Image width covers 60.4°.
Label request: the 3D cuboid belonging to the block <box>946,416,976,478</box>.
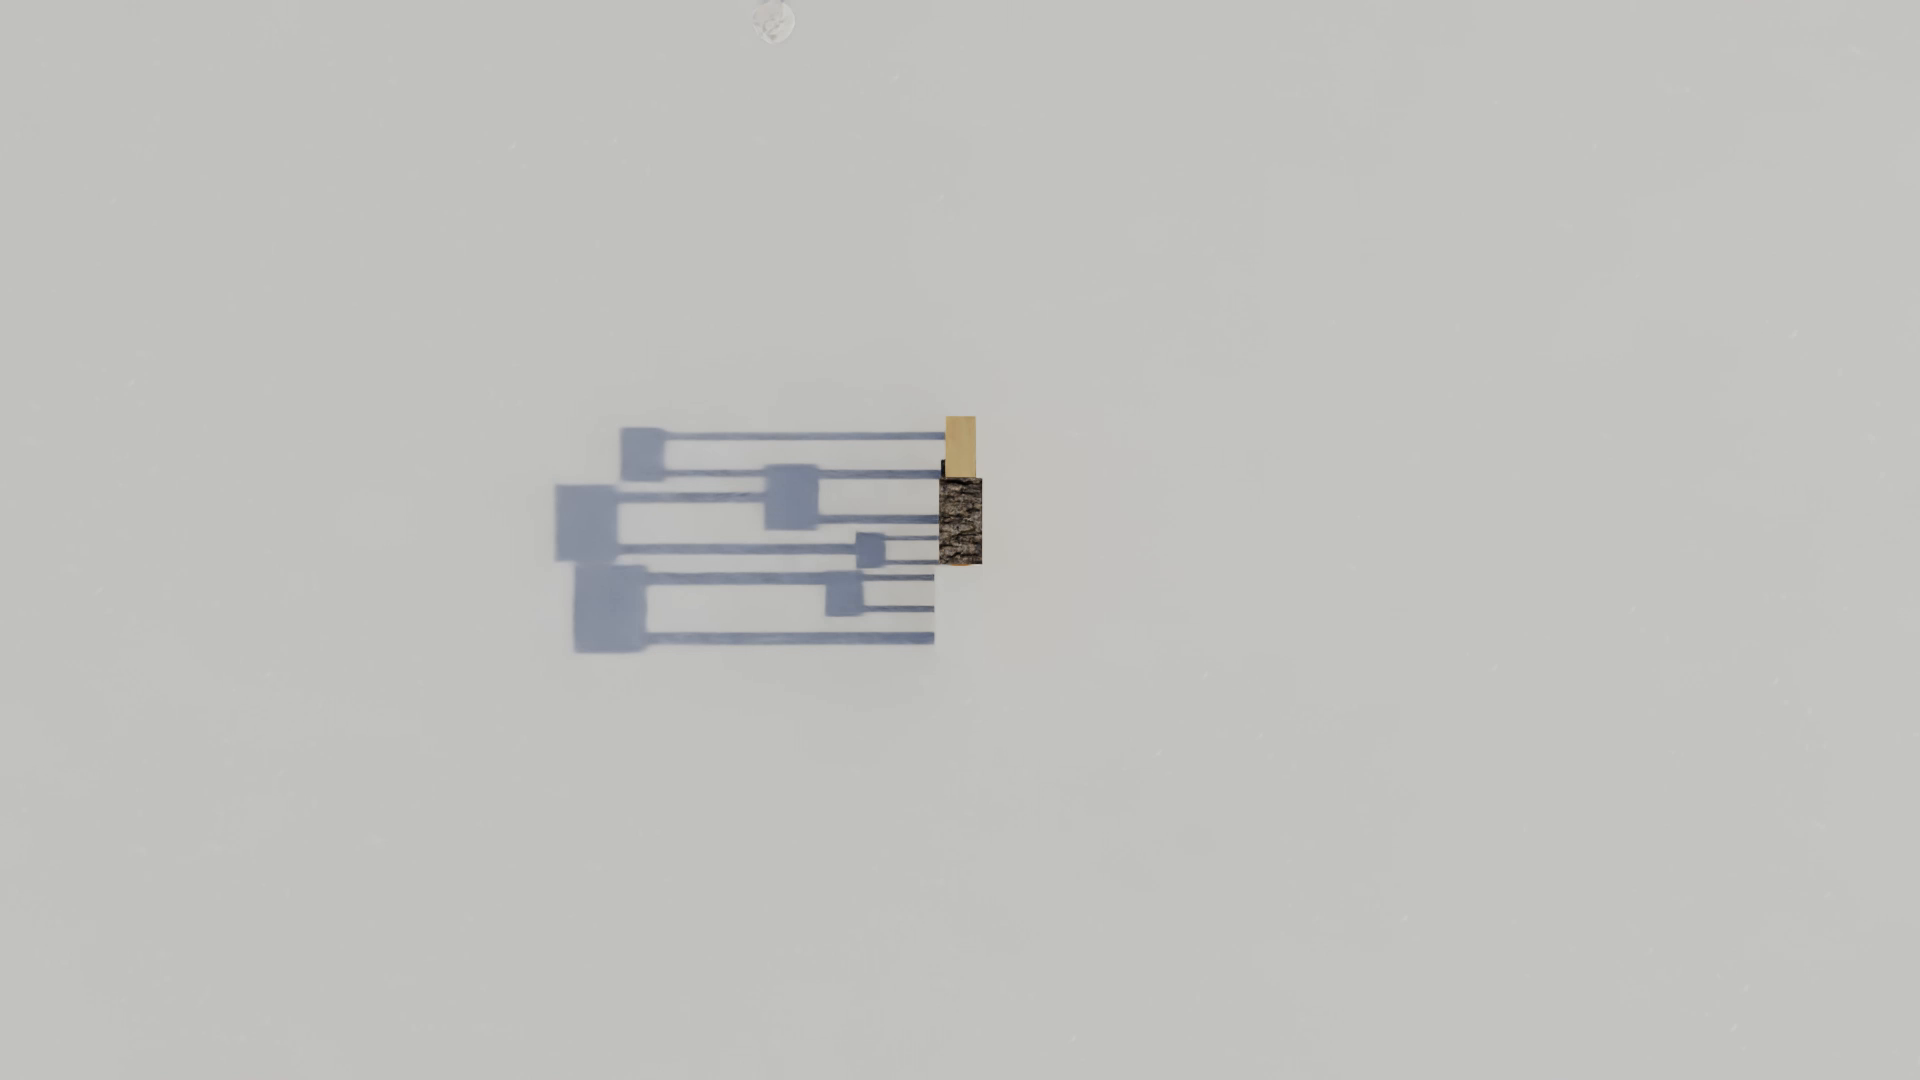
[{"bbox_3d":[0.002,-0.285,5.046,0.093,0.026,0.185,0,90,0],"label":"block"}]

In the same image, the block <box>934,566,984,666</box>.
[{"bbox_3d":[-0.003,0.228,5.000,0.150,0.042,0.300,0,90,0],"label":"block"}]

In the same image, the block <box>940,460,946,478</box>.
[{"bbox_3d":[-0.005,-0.144,5.260,0.112,0.032,0.224,0,90,0],"label":"block"}]

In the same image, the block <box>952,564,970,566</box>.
[{"bbox_3d":[0.003,0.034,5.370,0.061,0.017,0.122,0,90,0],"label":"block"}]

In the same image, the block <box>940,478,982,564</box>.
[{"bbox_3d":[0.002,-0.057,4.966,0.130,0.037,0.260,0,90,0],"label":"block"}]
